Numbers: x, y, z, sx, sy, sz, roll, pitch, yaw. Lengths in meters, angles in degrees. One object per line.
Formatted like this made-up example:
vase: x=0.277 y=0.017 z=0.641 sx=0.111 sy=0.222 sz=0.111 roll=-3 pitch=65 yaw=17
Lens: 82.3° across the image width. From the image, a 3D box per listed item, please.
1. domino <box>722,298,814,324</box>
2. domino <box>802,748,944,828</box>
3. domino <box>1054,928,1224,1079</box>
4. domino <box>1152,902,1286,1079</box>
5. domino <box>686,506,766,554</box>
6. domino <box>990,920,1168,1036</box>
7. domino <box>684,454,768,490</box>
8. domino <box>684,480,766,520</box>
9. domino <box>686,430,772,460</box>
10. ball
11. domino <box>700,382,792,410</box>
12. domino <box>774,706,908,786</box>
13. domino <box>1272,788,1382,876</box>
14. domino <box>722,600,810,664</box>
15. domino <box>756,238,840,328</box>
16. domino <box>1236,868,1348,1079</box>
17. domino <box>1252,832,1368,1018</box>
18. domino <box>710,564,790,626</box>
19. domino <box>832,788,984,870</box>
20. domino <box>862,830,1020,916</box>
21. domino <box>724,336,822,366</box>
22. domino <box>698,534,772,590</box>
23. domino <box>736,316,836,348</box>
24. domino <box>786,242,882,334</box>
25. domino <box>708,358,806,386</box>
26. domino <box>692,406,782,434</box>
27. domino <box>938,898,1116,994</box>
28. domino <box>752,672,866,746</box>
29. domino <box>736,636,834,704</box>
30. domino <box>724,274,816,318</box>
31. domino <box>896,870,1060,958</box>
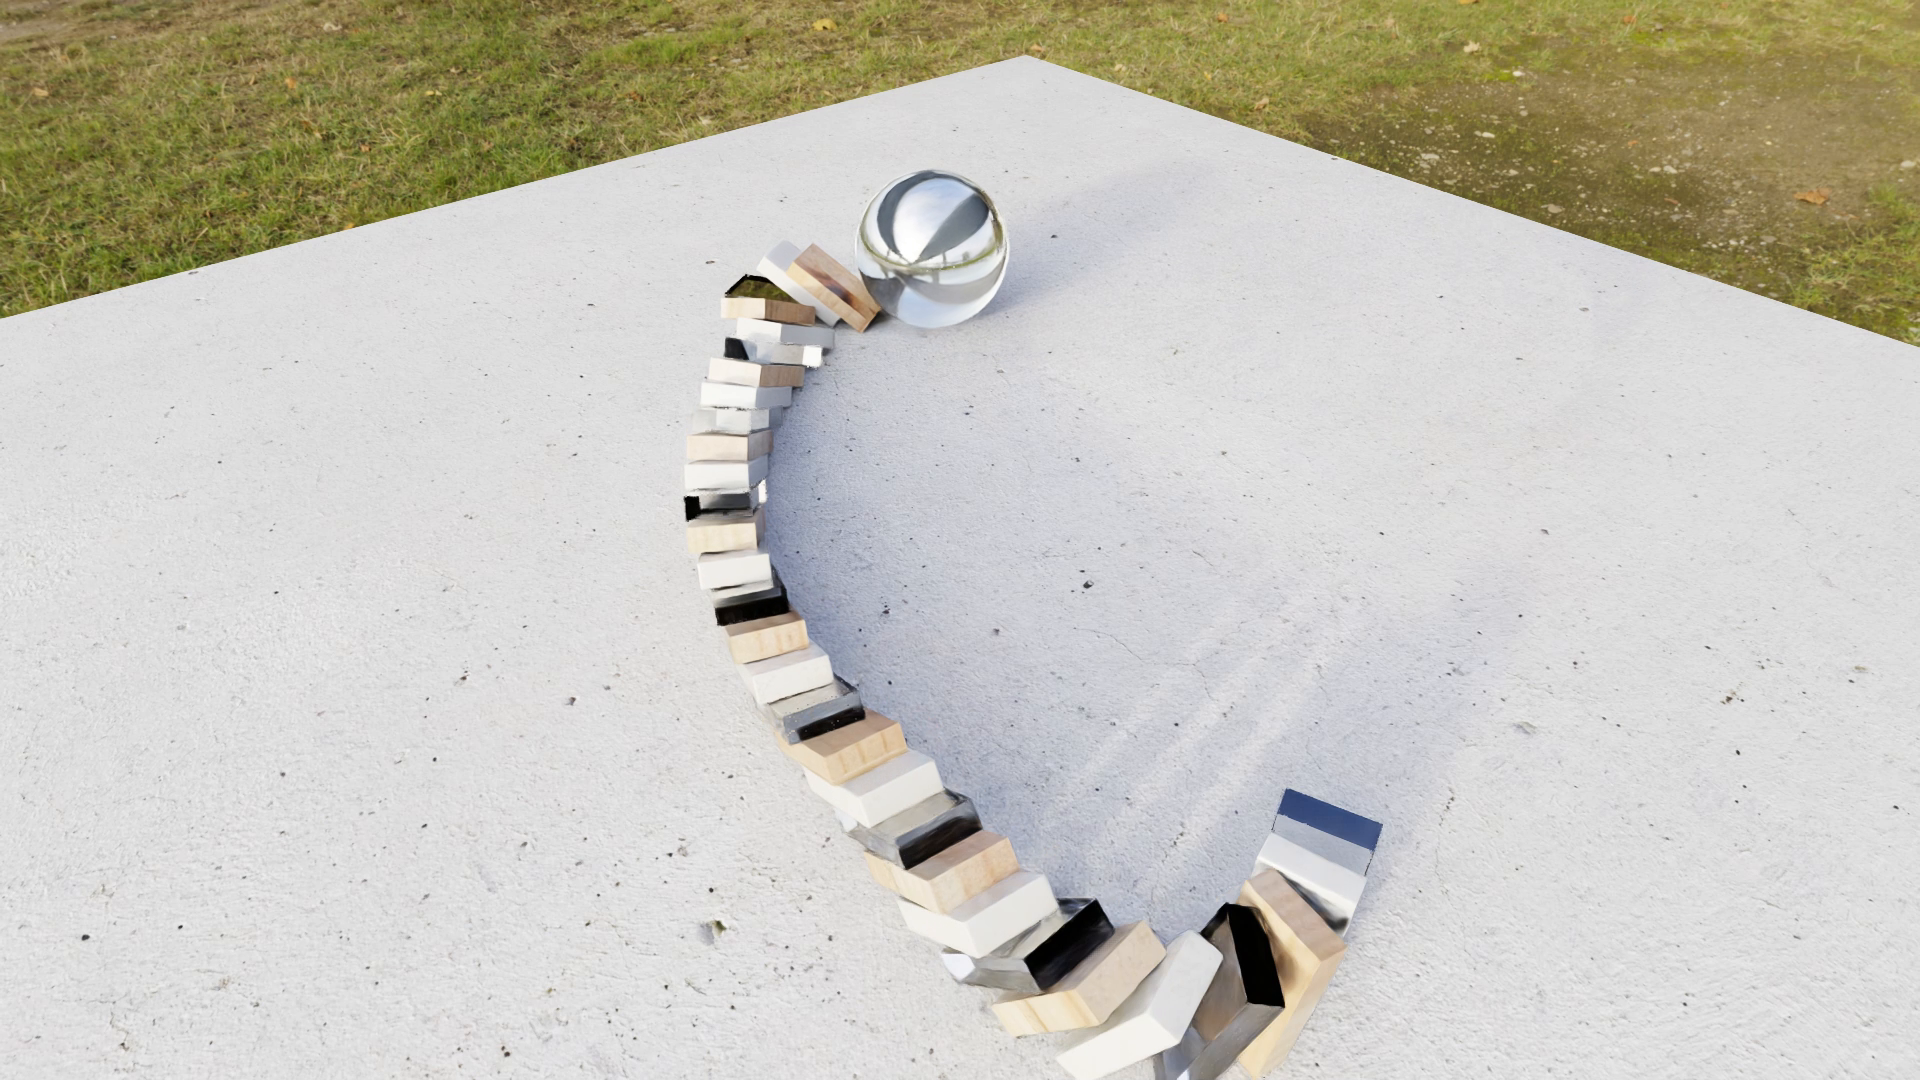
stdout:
domino: x=-0.098 y=-0.117 z=0.565 sx=0.025 sy=0.009 sz=0.050 roll=5 pitch=9 yaw=21
domino: x=-0.028 y=0.072 z=0.335 sx=0.025 sy=0.009 sz=0.050 roll=-22 pitch=10 yaw=-25
domino: x=0.043 y=0.116 z=0.271 sx=0.009 sy=0.050 sz=0.025 roll=40 pitch=50 yaw=7
domino: x=0.061 y=0.115 z=0.271 sx=0.010 sy=0.050 sz=0.025 roll=12 pitch=38 yaw=-12
domino: x=-0.090 y=-0.005 z=0.430 sx=0.025 sy=0.010 sz=0.050 roll=-4 pitch=9 yaw=-5
domino: x=0.029 y=0.111 z=0.278 sx=0.025 sy=0.050 sz=0.010 roll=-32 pitch=81 yaw=-33
domino: x=-0.097 y=-0.029 z=0.460 sx=0.025 sy=0.010 sz=0.050 roll=-1 pitch=9 yaw=-1
domino: x=-0.094 y=-0.017 z=0.445 sx=0.025 sy=0.009 sz=0.050 roll=-3 pitch=9 yaw=-3
domino: x=-0.099 y=-0.042 z=0.476 sx=0.025 sy=0.009 sz=0.050 roll=2 pitch=9 yaw=2
ball: x=-0.014 y=-0.151 z=0.572 sx=0.080 sy=0.080 sz=0.080 roll=0 pitch=39 yaw=0
domino: x=-0.097 y=-0.067 z=0.506 sx=0.025 sy=0.009 sz=0.050 roll=7 pitch=10 yaw=8
domino: x=-0.039 y=0.062 z=0.347 sx=0.025 sy=0.009 sz=0.050 roll=-22 pitch=12 yaw=-25
domino: x=0.095 y=0.091 z=0.300 sx=0.025 sy=0.050 sz=0.009 roll=19 pitch=43 yaw=21
domino: x=-0.070 y=0.031 z=0.387 sx=0.025 sy=0.010 sz=0.050 roll=-13 pitch=10 yaw=-15
domino: x=-0.082 y=-0.138 z=0.592 sx=0.050 sy=0.010 sz=0.025 roll=37 pitch=42 yaw=-9
domino: x=0.077 y=0.110 z=0.277 sx=0.009 sy=0.050 sz=0.025 roll=-13 pitch=40 yaw=-30
domino: x=0.087 y=0.101 z=0.287 sx=0.025 sy=0.050 sz=0.010 roll=23 pitch=41 yaw=25
domino: x=-0.078 y=0.019 z=0.401 sx=0.025 sy=0.010 sz=0.050 roll=-11 pitch=10 yaw=-13
domino: x=-0.016 y=0.081 z=0.322 sx=0.025 sy=0.009 sz=0.050 roll=-22 pitch=8 yaw=-25
domino: x=-0.006 y=0.090 z=0.310 sx=0.025 sy=0.009 sz=0.050 roll=-22 pitch=4 yaw=-25
domino: x=-0.091 y=-0.092 z=0.536 sx=0.025 sy=0.009 sz=0.050 roll=12 pitch=11 yaw=18
domino: x=-0.085 y=0.008 z=0.415 sx=0.025 sy=0.010 sz=0.050 roll=-8 pitch=10 yaw=-9
domino: x=-0.086 y=-0.103 z=0.550 sx=0.025 sy=0.010 sz=0.050 roll=13 pitch=12 yaw=23
domino: x=-0.066 y=-0.135 z=0.587 sx=0.050 sy=0.010 sz=0.025 roll=37 pitch=42 yaw=-9
domino: x=-0.095 y=-0.079 z=0.521 sx=0.025 sy=0.010 sz=0.050 roll=11 pitch=11 yaw=14
domino: x=-0.099 y=-0.054 z=0.491 sx=0.025 sy=0.010 sz=0.050 roll=4 pitch=10 yaw=5
domino: x=0.016 y=0.105 z=0.287 sx=0.025 sy=0.050 sz=0.010 roll=-29 pitch=86 yaw=-30
domino: x=-0.051 y=0.053 z=0.360 sx=0.025 sy=0.009 sz=0.050 roll=-17 pitch=11 yaw=-20
domino: x=-0.061 y=0.042 z=0.373 sx=0.025 sy=0.010 sz=0.050 roll=-15 pitch=11 yaw=-17
domino: x=-0.101 y=-0.134 z=0.606 sx=0.050 sy=0.010 sz=0.025 roll=12 pitch=41 yaw=14
domino: x=0.003 y=0.098 z=0.298 sx=0.025 sy=0.050 sz=0.010 roll=-23 pitch=89 yaw=-25
